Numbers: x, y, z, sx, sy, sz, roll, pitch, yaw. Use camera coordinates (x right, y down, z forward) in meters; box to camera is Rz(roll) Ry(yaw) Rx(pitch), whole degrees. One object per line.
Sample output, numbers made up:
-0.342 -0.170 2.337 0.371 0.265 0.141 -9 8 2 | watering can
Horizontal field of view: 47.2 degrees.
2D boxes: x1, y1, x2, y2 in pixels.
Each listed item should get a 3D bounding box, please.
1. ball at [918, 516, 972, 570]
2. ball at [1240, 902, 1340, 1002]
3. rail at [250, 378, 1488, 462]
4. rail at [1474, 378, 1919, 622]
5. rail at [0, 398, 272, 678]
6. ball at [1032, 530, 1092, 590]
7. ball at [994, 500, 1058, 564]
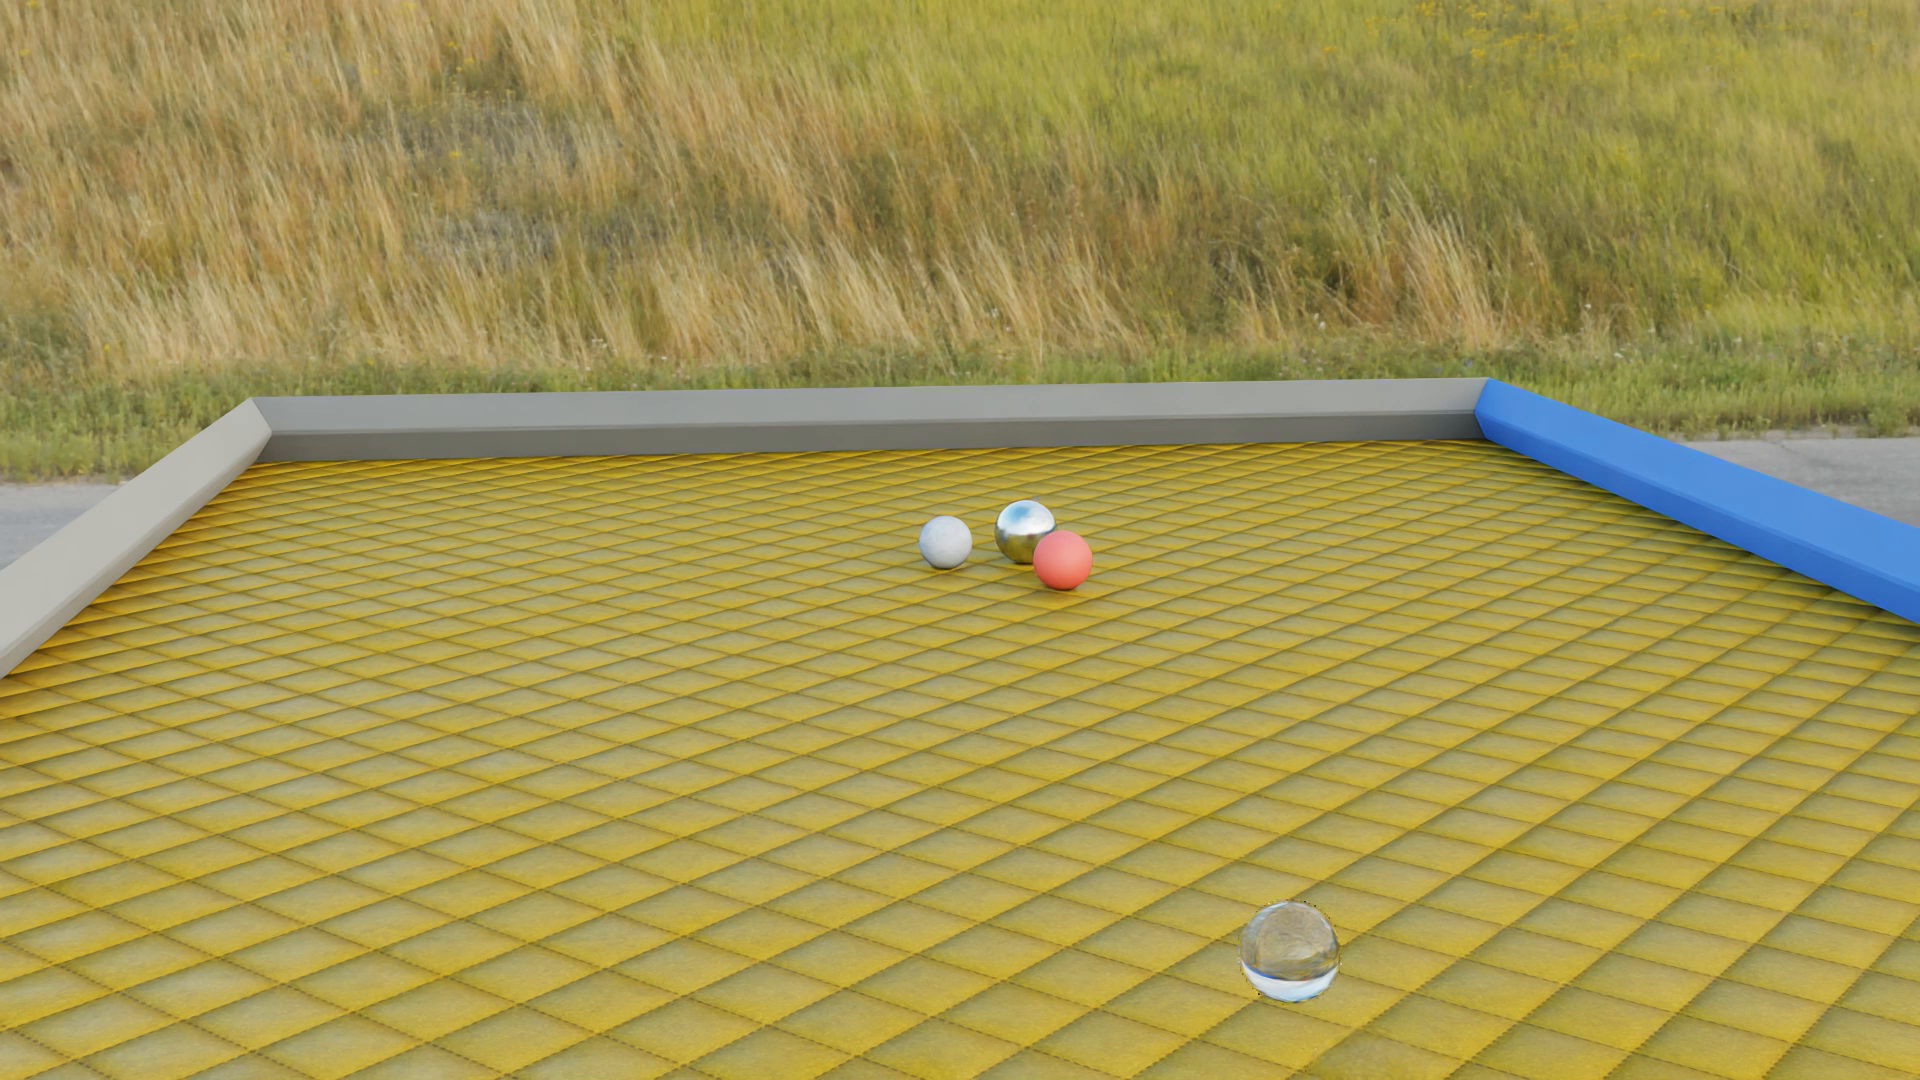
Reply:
-0.021 0.003 3.234 0.079 0.079 0.079 0 11 0 | ball
0.254 0.317 1.692 0.077 0.077 0.077 0 11 0 | ball
-0.133 -0.234 4.290 2.432 0.123 0.045 -1 12 -7 | rail
1.320 0.172 2.288 0.045 0.123 4.458 -1 12 -7 | rail
-1.048 0.229 2.003 0.045 0.123 4.458 -1 12 -7 | rail
0.145 0.028 3.099 0.084 0.084 0.084 0 11 0 | ball
0.098 -0.012 3.272 0.095 0.095 0.095 0 11 0 | ball
